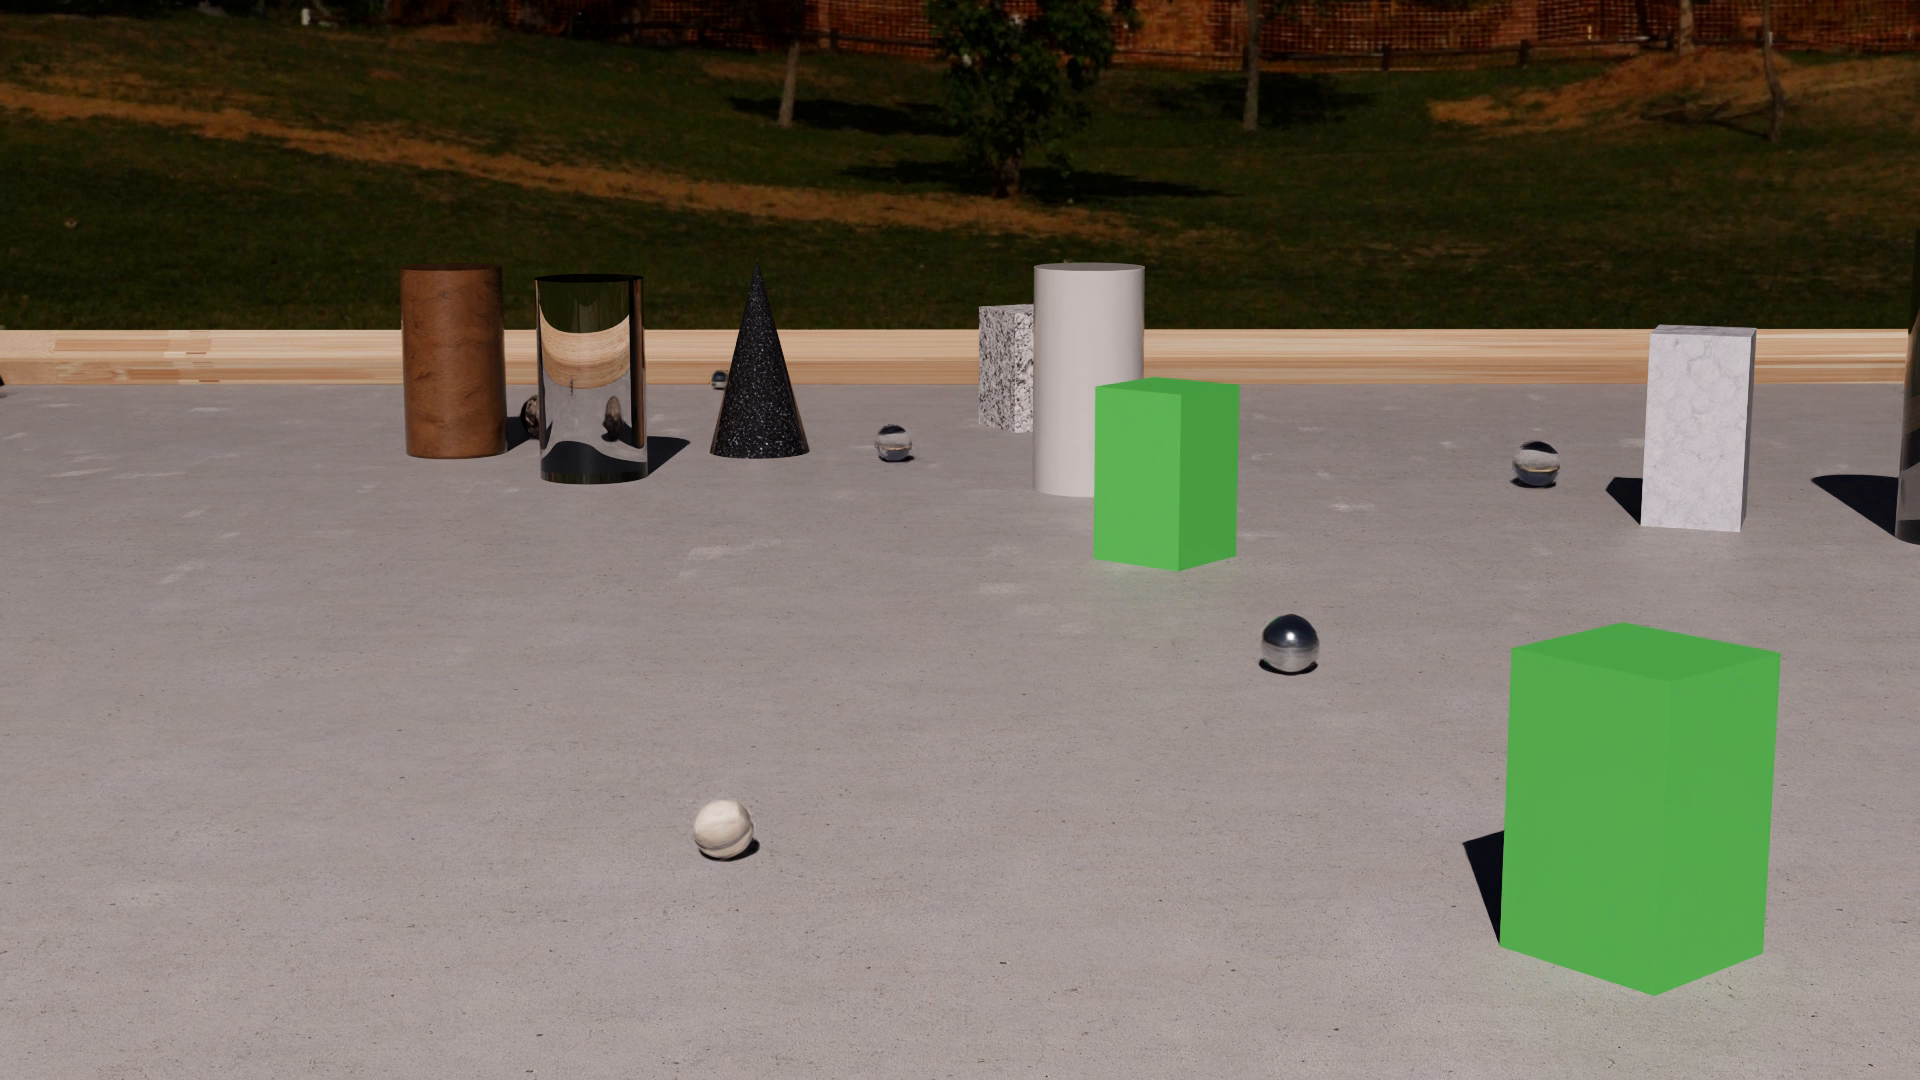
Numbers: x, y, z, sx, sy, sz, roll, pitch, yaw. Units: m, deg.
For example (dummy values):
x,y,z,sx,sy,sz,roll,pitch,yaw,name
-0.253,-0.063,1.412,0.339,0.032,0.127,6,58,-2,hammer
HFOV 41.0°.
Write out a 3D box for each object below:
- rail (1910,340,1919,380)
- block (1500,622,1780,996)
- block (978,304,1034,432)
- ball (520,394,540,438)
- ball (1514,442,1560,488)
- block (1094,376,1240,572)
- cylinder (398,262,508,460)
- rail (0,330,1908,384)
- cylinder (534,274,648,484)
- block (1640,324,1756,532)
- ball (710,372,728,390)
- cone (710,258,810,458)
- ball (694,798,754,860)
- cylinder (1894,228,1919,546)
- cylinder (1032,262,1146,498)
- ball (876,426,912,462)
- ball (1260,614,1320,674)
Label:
x,y,z,sx,sy,sz,roll,pitch,yaw,name
2.198,0.029,3.462,0.045,0.123,4.923,0,11,0,rail
0.558,0.215,2.109,0.152,0.255,0.152,-9,14,-40,block
0.141,-0.349,5.185,0.152,0.239,0.152,-5,12,-27,block
-0.816,-0.242,5.024,0.088,0.088,0.088,0,11,0,ball
1.002,-0.131,4.452,0.079,0.079,0.079,0,11,0,ball
0.306,-0.101,3.799,0.152,0.258,0.152,9,14,38,block
-0.952,-0.339,4.828,0.190,0.350,0.190,0,11,0,cylinder
-0.014,-0.415,5.846,4.443,0.123,0.045,0,11,0,rail
-0.652,-0.287,4.543,0.190,0.352,0.190,0,11,0,cylinder
1.181,-0.181,4.100,0.152,0.306,0.152,4,11,20,block
-0.541,-0.360,5.780,0.041,0.041,0.041,0,11,0,ball
-0.380,-0.348,4.834,0.190,0.366,0.190,0,11,0,cone
-0.219,0.268,2.375,0.055,0.055,0.055,0,11,0,ball
1.546,-0.235,3.926,0.190,0.474,0.190,0,11,0,cylinder
0.221,-0.278,4.409,0.190,0.383,0.190,0,11,0,cylinder
-0.121,-0.178,4.736,0.066,0.066,0.066,0,11,0,ball
0.398,0.125,3.097,0.071,0.071,0.071,0,11,0,ball
